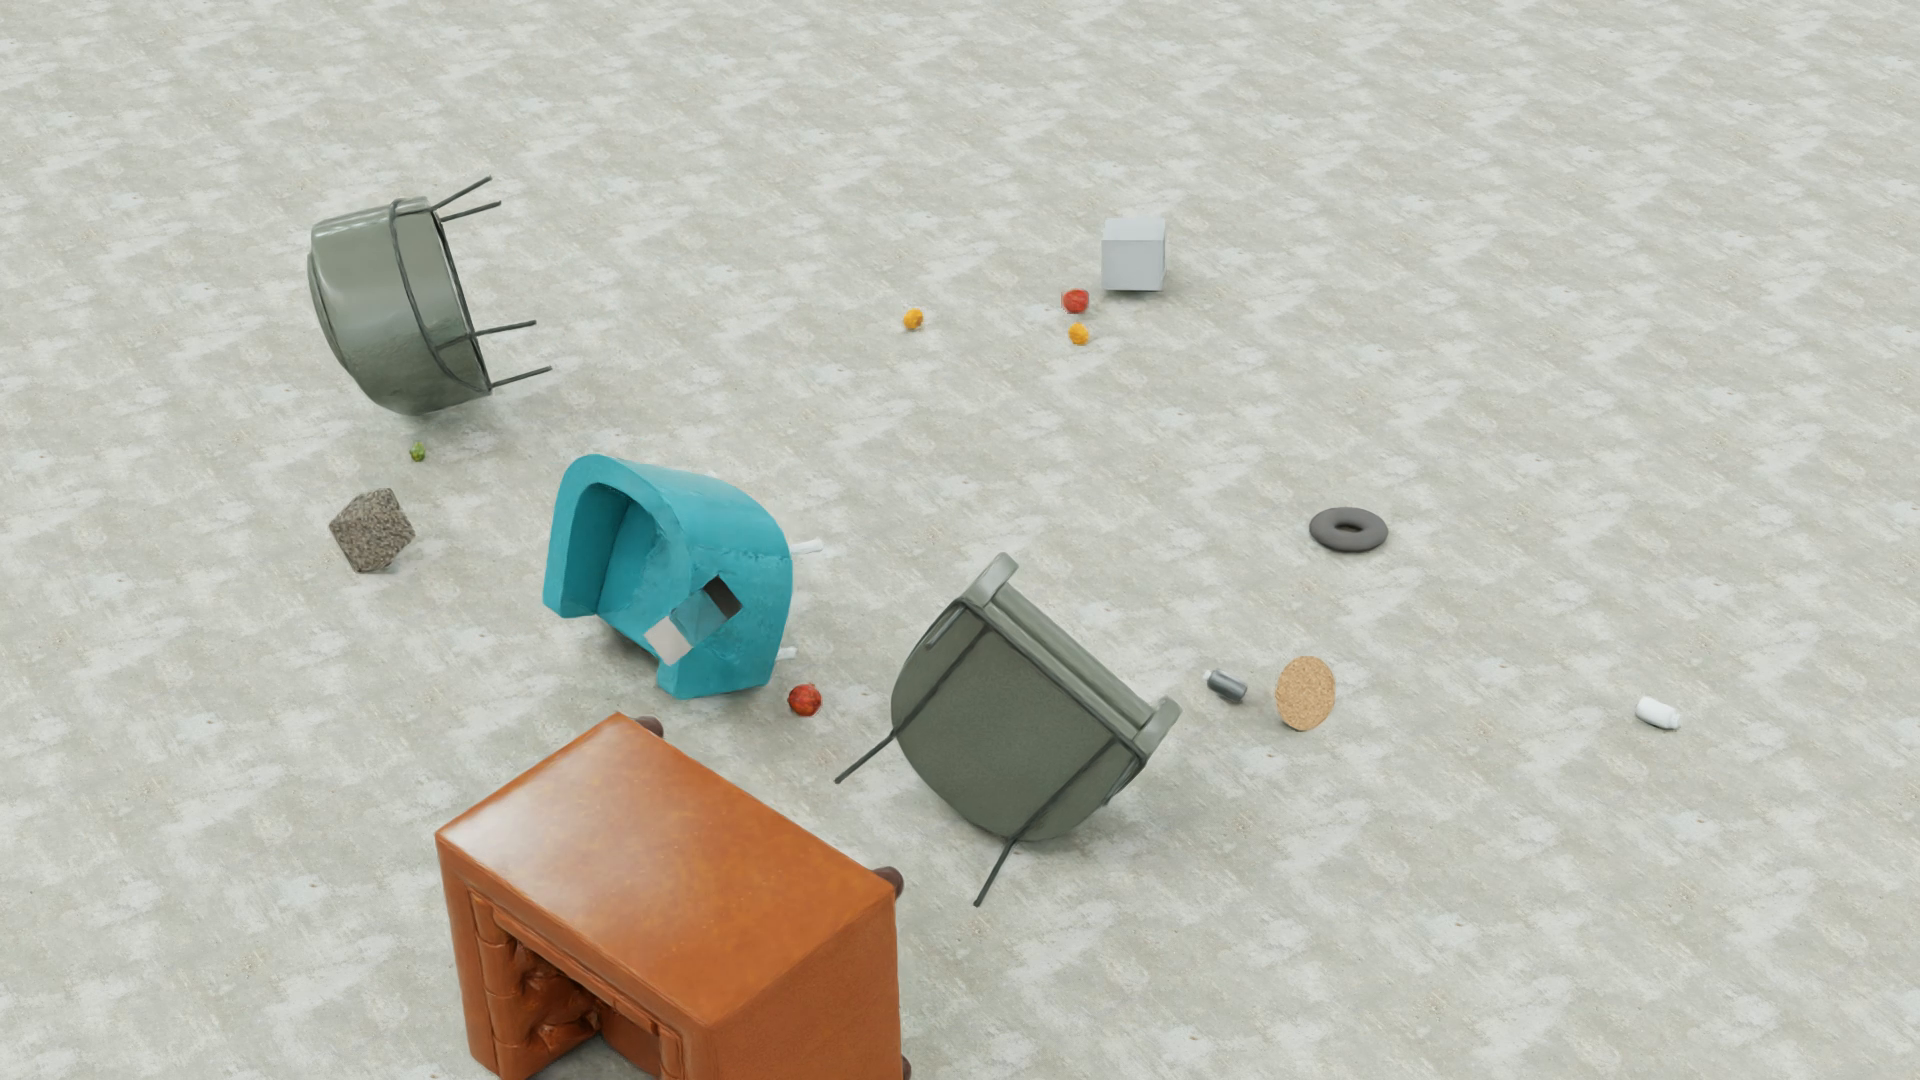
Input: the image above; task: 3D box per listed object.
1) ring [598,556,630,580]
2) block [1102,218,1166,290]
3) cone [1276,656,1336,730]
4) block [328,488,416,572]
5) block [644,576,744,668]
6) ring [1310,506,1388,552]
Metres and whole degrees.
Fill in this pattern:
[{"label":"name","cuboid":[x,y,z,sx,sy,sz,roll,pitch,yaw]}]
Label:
[{"label":"ring","cuboid":[-1.269,0.103,10.755,0.116,0.036,0.150,-16,34,-26]},{"label":"block","cuboid":[0.745,-1.225,12.549,0.255,0.223,0.303,1,24,6]},{"label":"cone","cuboid":[1.147,0.539,10.048,0.302,0.230,0.126,-48,11,-36]},{"label":"block","cuboid":[-2.156,-0.036,10.763,0.160,0.210,0.214,-13,25,30]},{"label":"block","cuboid":[-0.863,0.262,9.492,0.136,0.174,0.262,52,42,-2]},{"label":"ring","cuboid":[1.451,-0.039,10.948,0.295,0.062,0.275,7,33,12]}]
